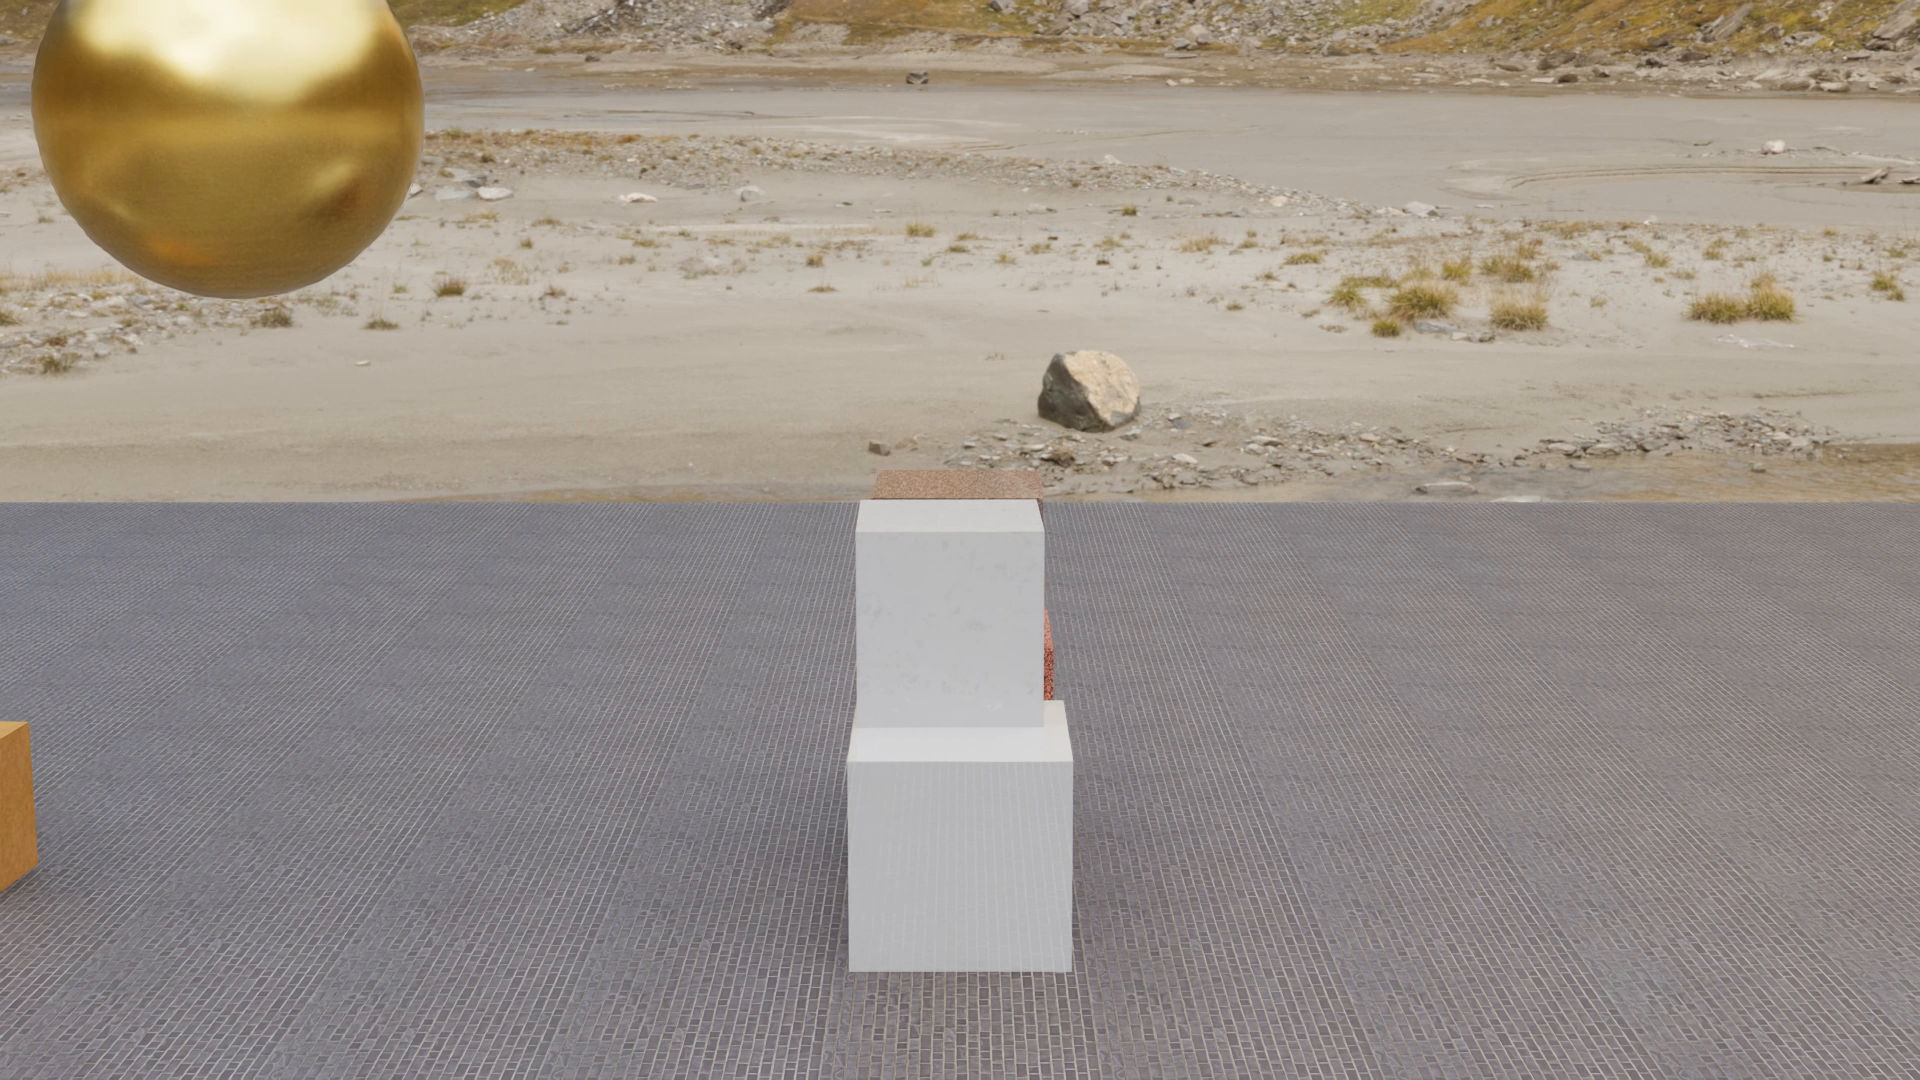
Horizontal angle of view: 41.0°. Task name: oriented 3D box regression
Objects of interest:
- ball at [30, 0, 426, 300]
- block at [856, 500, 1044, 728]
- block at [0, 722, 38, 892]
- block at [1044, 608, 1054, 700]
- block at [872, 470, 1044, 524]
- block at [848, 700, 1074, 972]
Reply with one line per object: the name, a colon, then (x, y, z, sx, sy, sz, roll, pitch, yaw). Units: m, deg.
ball: (-3.079, -1.819, 10.850, 1.600, 1.600, 1.600, 0, 10, 0)
block: (-0.045, 0.296, 10.850, 0.766, 0.816, 0.794, 0, 10, -1)
block: (-4.495, 1.190, 11.180, 0.659, 0.659, 0.661, 1, 10, 3)
block: (0.011, 0.868, 12.222, 0.832, 0.920, 0.883, 0, 10, 0)
block: (-0.006, 0.123, 11.610, 0.751, 0.767, 0.734, 0, 11, 1)
block: (0.001, 1.199, 10.571, 0.882, 0.860, 0.993, 0, 10, 0)
